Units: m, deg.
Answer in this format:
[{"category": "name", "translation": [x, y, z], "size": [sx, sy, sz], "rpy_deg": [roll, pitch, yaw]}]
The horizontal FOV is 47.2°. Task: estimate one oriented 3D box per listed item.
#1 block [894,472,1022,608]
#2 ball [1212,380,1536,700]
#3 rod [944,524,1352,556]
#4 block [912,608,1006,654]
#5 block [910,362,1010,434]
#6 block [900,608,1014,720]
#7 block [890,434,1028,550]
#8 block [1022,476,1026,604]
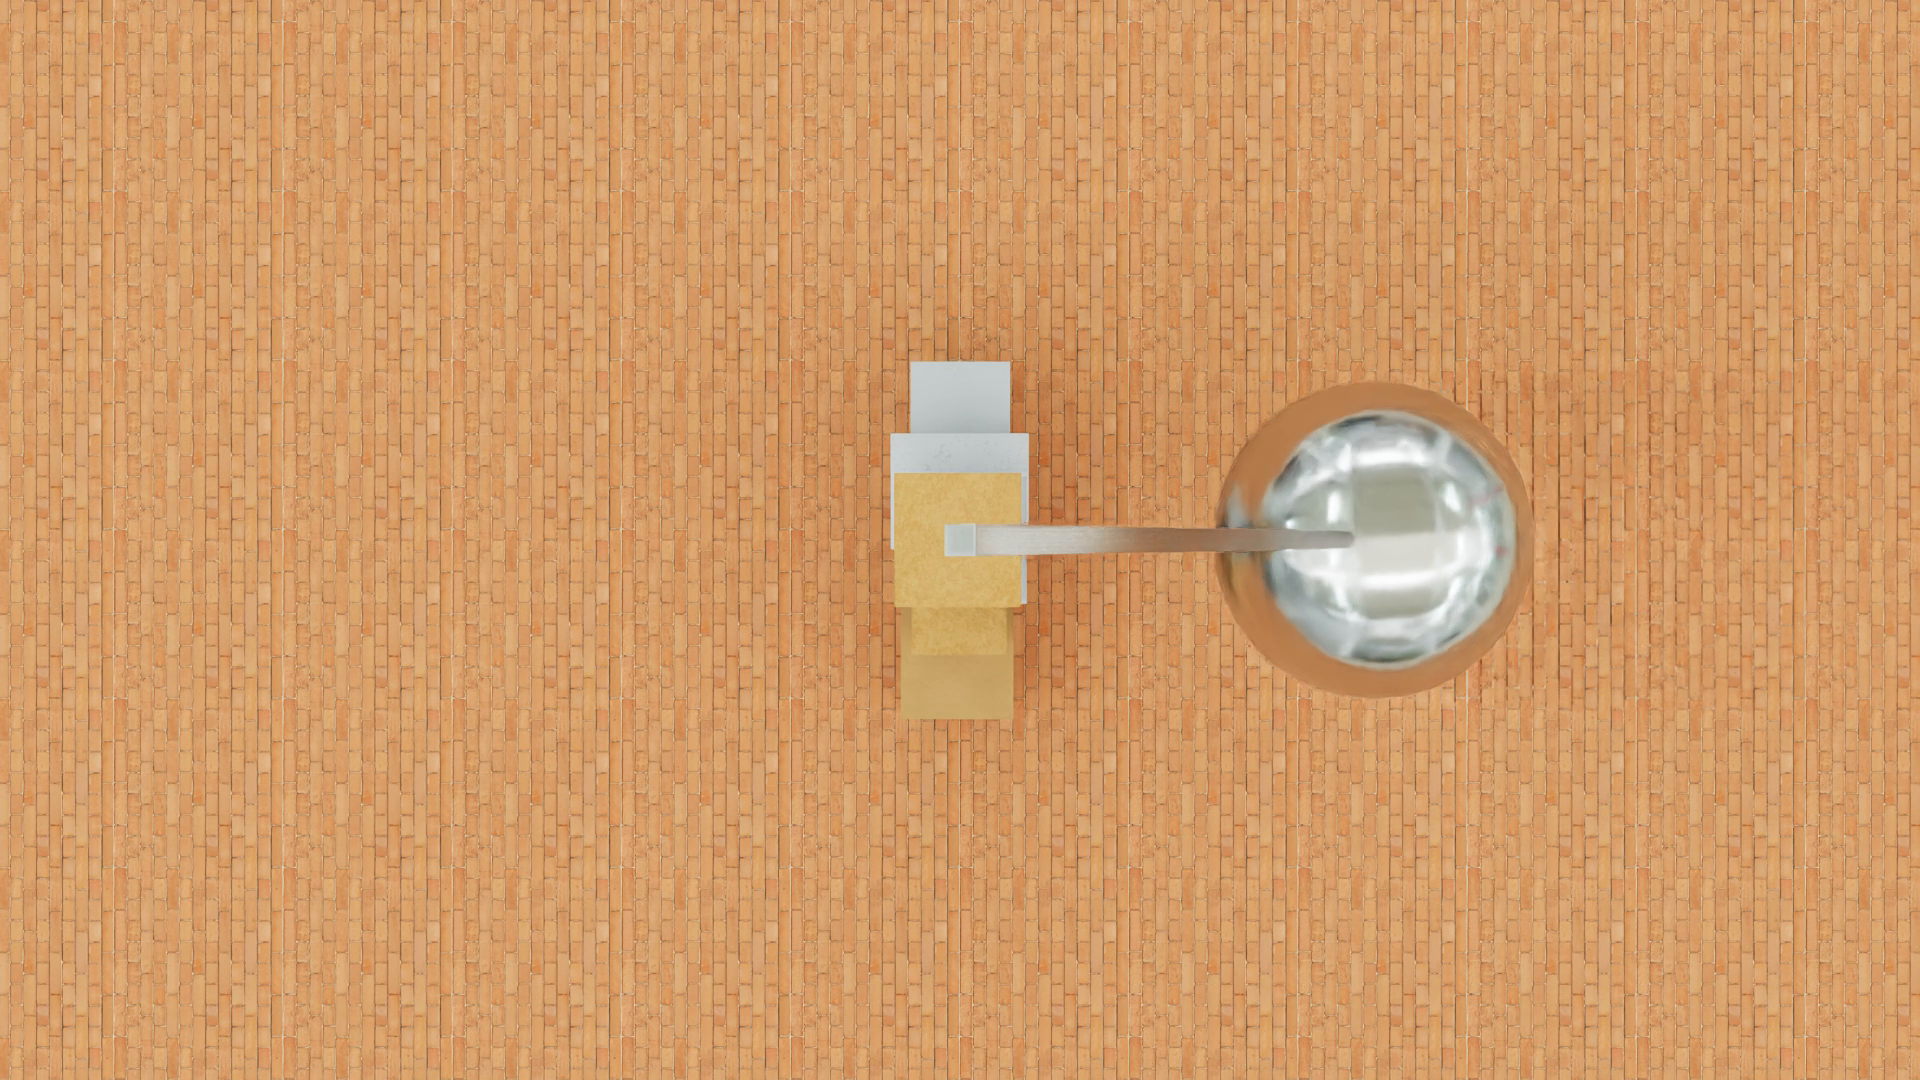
[{"category": "block", "translation": [-0.011, 0.000, 10.692], "size": [0.602, 0.558, 0.635], "rpy_deg": [0, 90, 0]}, {"category": "ball", "translation": [2.074, 0.000, 11.078], "size": [1.600, 1.600, 1.600], "rpy_deg": [0, 90, 0]}, {"category": "rod", "translation": [0.899, 0.000, 7.887], "size": [0.080, 5.200, 0.080], "rpy_deg": [0, 90, 20]}, {"category": "block", "translation": [-0.005, 0.341, 12.062], "size": [0.511, 0.512, 0.501], "rpy_deg": [0, 96, 0]}, {"category": "block", "translation": [0.002, -0.730, 12.699], "size": [0.559, 0.602, 0.550], "rpy_deg": [0, 90, 0]}, {"category": "block", "translation": [-0.016, 0.642, 12.672], "size": [0.632, 0.656, 0.727], "rpy_deg": [0, 90, 0]}, {"category": "block", "translation": [-0.001, -0.255, 11.938], "size": [0.727, 0.746, 0.609], "rpy_deg": [0, 90, 0]}, {"category": "block", "translation": [0.014, 0.000, 11.268], "size": [0.639, 0.594, 0.634], "rpy_deg": [0, 90, 0]}]
